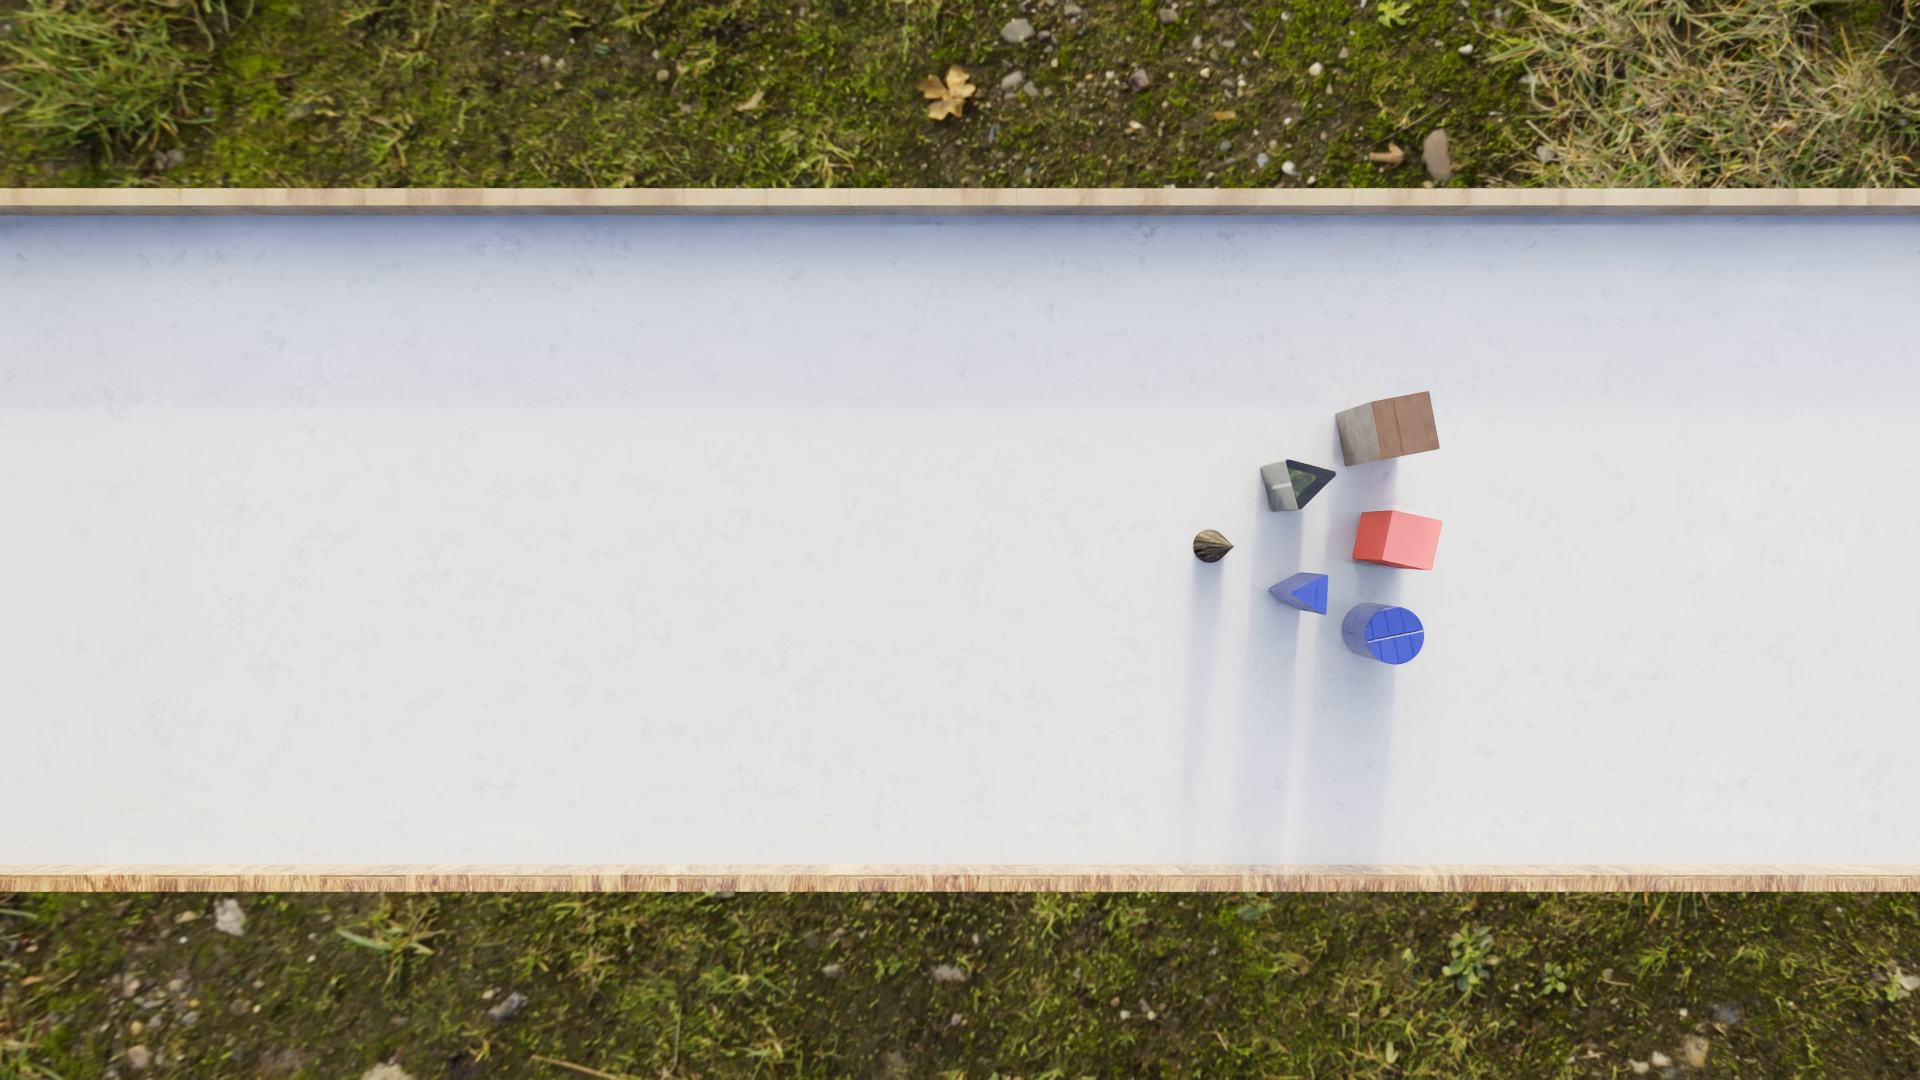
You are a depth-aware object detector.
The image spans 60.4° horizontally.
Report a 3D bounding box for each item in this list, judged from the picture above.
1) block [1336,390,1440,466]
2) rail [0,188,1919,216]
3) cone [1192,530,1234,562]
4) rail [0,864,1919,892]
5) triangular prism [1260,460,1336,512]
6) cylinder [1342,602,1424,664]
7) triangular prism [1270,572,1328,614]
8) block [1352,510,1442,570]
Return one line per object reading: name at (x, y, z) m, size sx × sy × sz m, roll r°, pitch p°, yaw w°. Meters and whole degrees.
block at (1.252, -0.322, 4.855) m, size 0.167 × 0.443 × 0.167 m, roll -11°, pitch 90°, yaw 0°
rail at (-2.247, -1.025, 5.002) m, size 12.000 × 0.150 × 0.050 m, roll 0°, pitch 90°, yaw 0°
cone at (0.768, 0.019, 4.847) m, size 0.103 × 0.459 × 0.103 m, roll 0°, pitch 90°, yaw 0°
rail at (-2.247, 1.025, 5.001) m, size 12.000 × 0.150 × 0.050 m, roll 0°, pitch 90°, yaw 0°
triangular prism at (0.970, -0.183, 4.877) m, size 0.127 × 0.399 × 0.147 m, roll 45°, pitch 90°, yaw 0°
cylinder at (1.258, 0.276, 4.922) m, size 0.169 × 0.310 × 0.169 m, roll 0°, pitch 90°, yaw 0°
triangular prism at (1.024, 0.141, 4.897) m, size 0.114 × 0.359 × 0.099 m, roll 33°, pitch 90°, yaw 0°
block at (1.292, 0.001, 4.893) m, size 0.146 × 0.366 × 0.146 m, roll 12°, pitch 90°, yaw 0°
